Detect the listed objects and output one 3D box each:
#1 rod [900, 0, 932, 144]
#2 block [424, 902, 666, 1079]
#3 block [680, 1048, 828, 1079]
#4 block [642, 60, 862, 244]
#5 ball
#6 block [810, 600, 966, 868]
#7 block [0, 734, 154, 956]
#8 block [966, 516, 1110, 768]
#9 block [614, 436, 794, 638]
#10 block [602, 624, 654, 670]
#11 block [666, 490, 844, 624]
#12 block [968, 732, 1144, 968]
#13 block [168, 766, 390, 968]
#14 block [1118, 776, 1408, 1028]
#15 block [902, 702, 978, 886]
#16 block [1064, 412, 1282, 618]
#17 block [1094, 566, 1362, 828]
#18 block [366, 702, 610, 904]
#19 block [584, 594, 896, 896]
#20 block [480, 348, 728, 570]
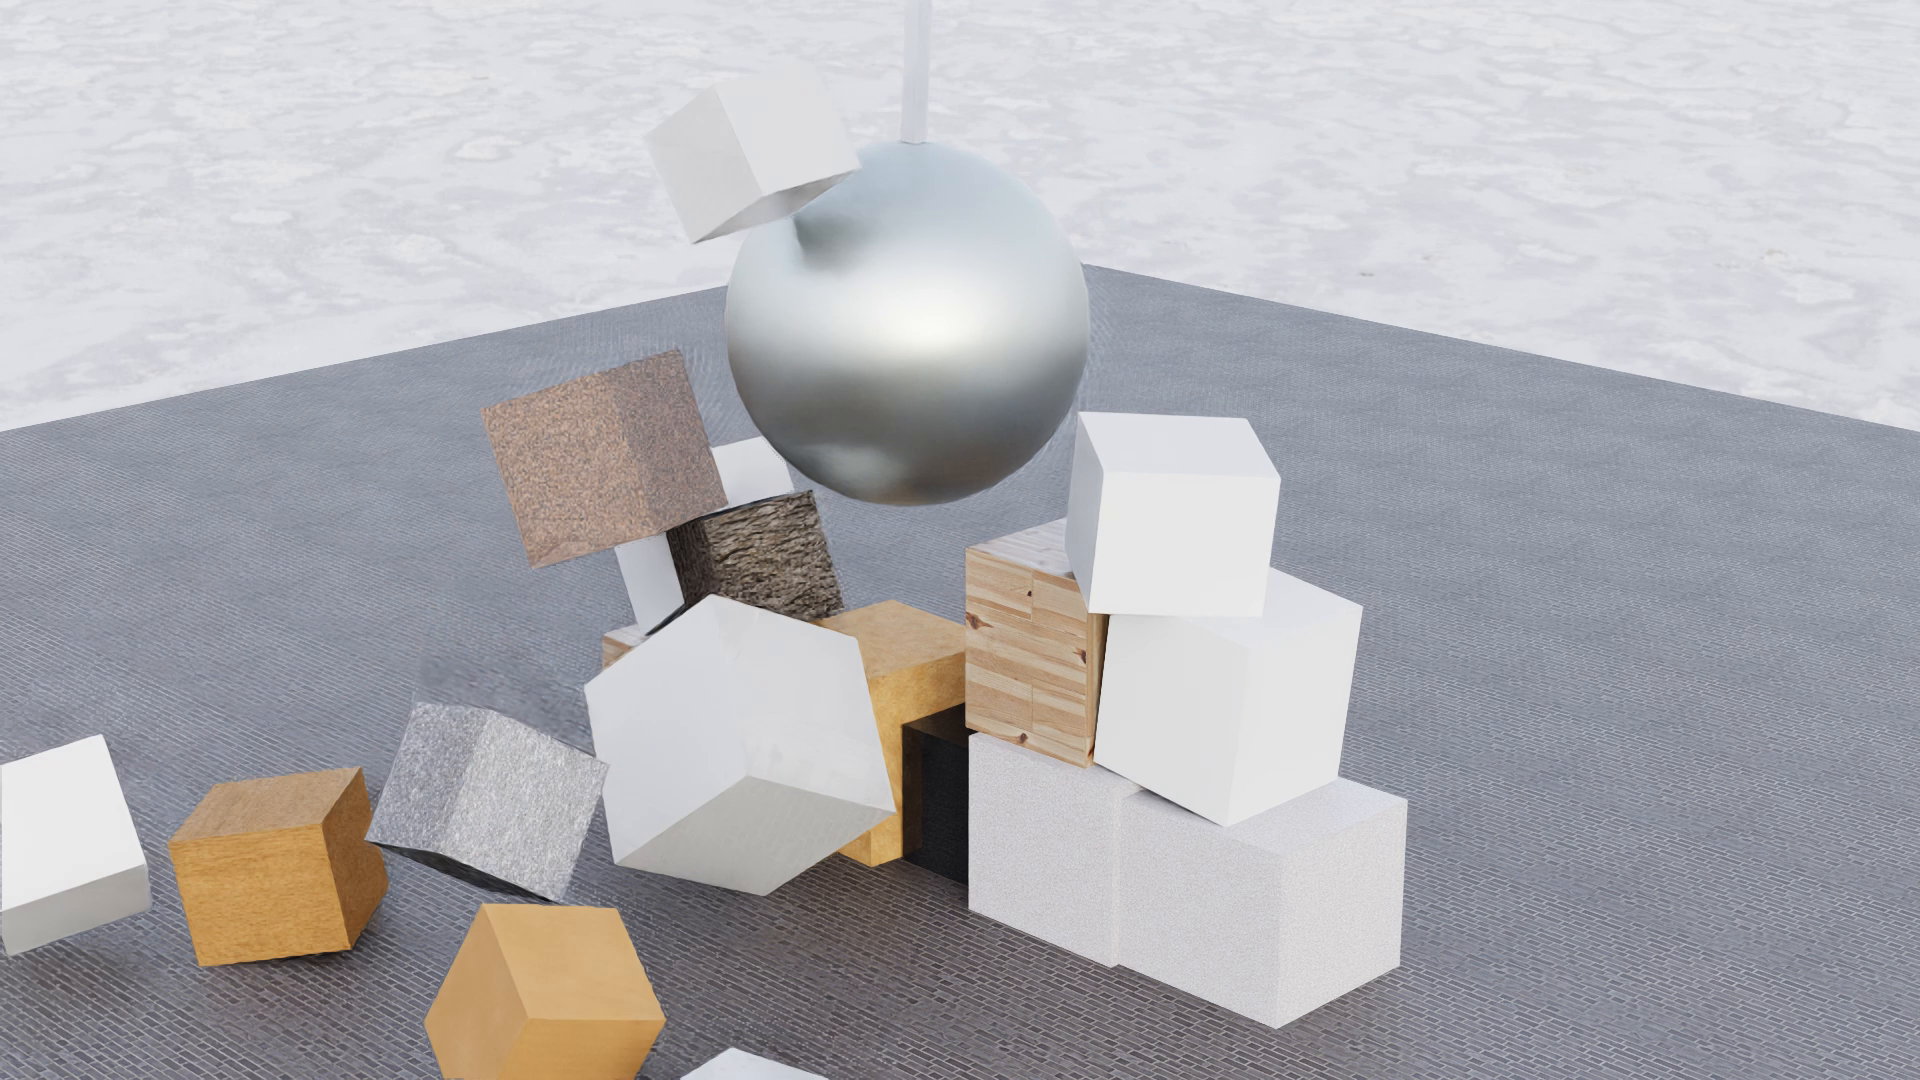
[{"bbox_3d":[-0.099,-4.218,11.912,0.080,5.200,0.080,17,21,42],"label":"rod"},{"bbox_3d":[-1.567,1.808,11.010,0.566,0.641,0.585,7,35,-35],"label":"block"},{"bbox_3d":[-0.741,2.211,10.405,0.589,0.513,0.539,11,20,33],"label":"block"},{"bbox_3d":[-0.847,-1.579,11.937,0.549,0.485,0.529,-23,-2,-42],"label":"block"},{"bbox_3d":[-0.229,-0.940,12.806,1.600,1.600,1.600,0,17,0],"label":"ball"},{"bbox_3d":[-0.372,0.901,13.939,0.813,0.923,0.799,-15,23,-39],"label":"block"},{"bbox_3d":[-3.857,1.305,12.492,0.631,0.599,0.718,-18,-17,-19],"label":"block"},{"bbox_3d":[0.565,0.417,12.875,0.709,0.829,0.821,16,24,42],"label":"block"},{"bbox_3d":[-1.264,-0.019,14.722,0.720,0.710,0.787,-15,-8,-25],"label":"block"},{"bbox_3d":[-1.373,0.746,15.026,0.661,0.568,0.613,-17,24,-42],"label":"block"},{"bbox_3d":[-0.983,0.138,13.956,0.555,0.598,0.623,-16,4,-22],"label":"block"},{"bbox_3d":[0.664,1.246,13.001,0.852,0.828,0.917,17,24,42],"label":"block"},{"bbox_3d":[-2.943,1.411,12.719,0.672,0.583,0.647,-7,17,6],"label":"block"},{"bbox_3d":[1.281,1.454,12.441,0.863,0.765,0.835,17,24,42],"label":"block"},{"bbox_3d":[0.146,1.168,13.505,0.593,0.674,0.563,17,24,42],"label":"block"},{"bbox_3d":[0.868,-0.109,12.168,0.722,0.617,0.692,2,22,-8],"label":"block"},{"bbox_3d":[1.124,0.610,12.362,0.740,0.810,0.741,25,29,39],"label":"block"},{"bbox_3d":[-1.897,1.054,11.783,0.617,0.592,0.551,30,-19,-38],"label":"block"},{"bbox_3d":[-0.976,0.918,12.920,0.862,0.888,0.888,-35,-36,31],"label":"block"},{"bbox_3d":[-1.672,-0.389,13.854,0.711,0.785,0.706,-15,5,26],"label":"block"}]
